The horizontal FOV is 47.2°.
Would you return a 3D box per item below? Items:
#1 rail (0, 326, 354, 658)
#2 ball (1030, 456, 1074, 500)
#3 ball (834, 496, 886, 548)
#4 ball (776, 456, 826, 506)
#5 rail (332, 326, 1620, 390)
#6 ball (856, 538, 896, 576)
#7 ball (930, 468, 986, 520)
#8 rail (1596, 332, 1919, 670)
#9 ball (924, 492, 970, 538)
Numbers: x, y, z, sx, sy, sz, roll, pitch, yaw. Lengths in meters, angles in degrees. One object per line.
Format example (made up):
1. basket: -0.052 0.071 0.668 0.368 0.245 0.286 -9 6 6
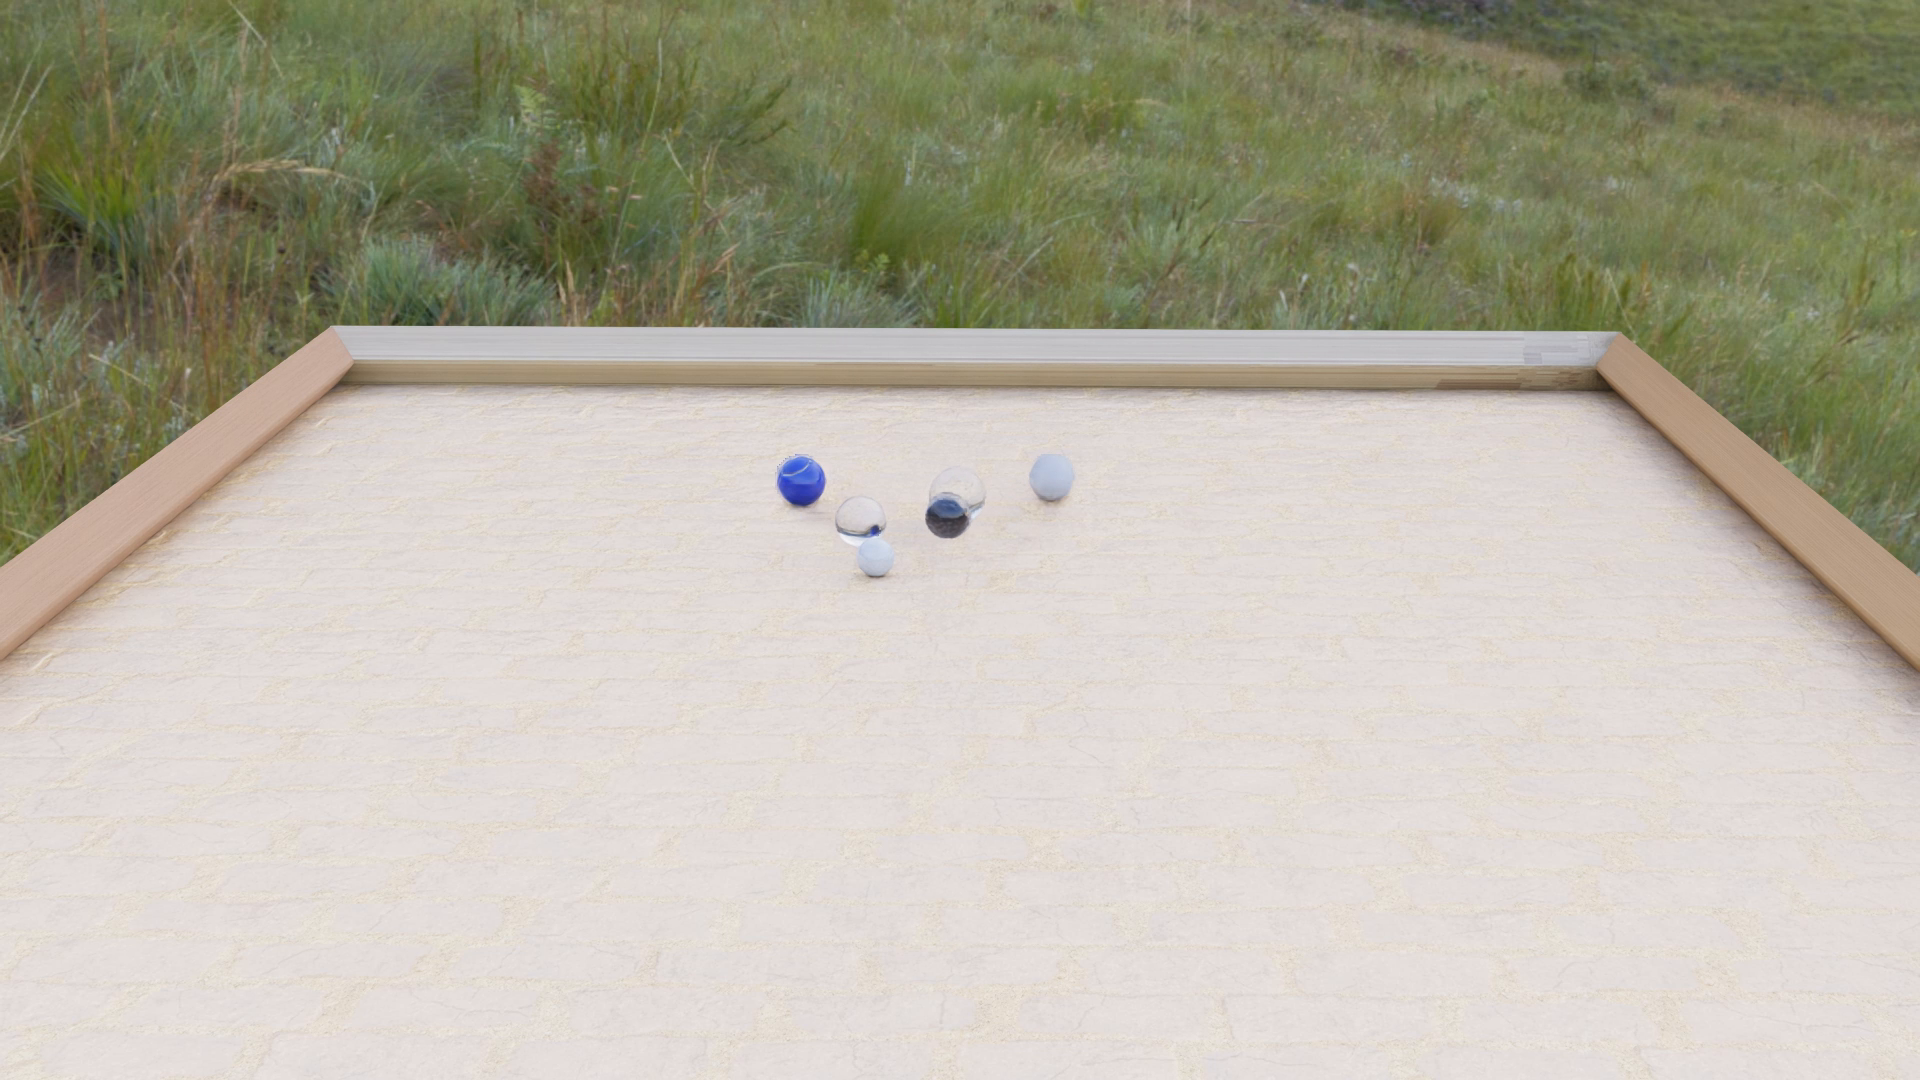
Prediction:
1. rail: -1.019 0.250 1.827 0.045 0.094 3.567 0 18 1
2. ball: 0.122 -0.082 2.916 0.060 0.060 0.060 0 18 0
3. ball: -0.123 -0.023 2.726 0.064 0.064 0.064 0 18 0
4. ball: -0.208 -0.077 2.893 0.065 0.065 0.065 0 18 0
5. rail: 0.019 -0.283 3.481 2.047 0.094 0.045 0 18 1
6. ball: -0.100 0.020 2.620 0.046 0.046 0.046 0 18 0
7. ball: -0.003 -0.057 2.818 0.072 0.072 0.072 0 18 0
8. rail: 0.981 0.263 1.787 0.045 0.094 3.567 0 18 1
9. ball: -0.015 -0.030 2.759 0.058 0.058 0.058 0 18 0
